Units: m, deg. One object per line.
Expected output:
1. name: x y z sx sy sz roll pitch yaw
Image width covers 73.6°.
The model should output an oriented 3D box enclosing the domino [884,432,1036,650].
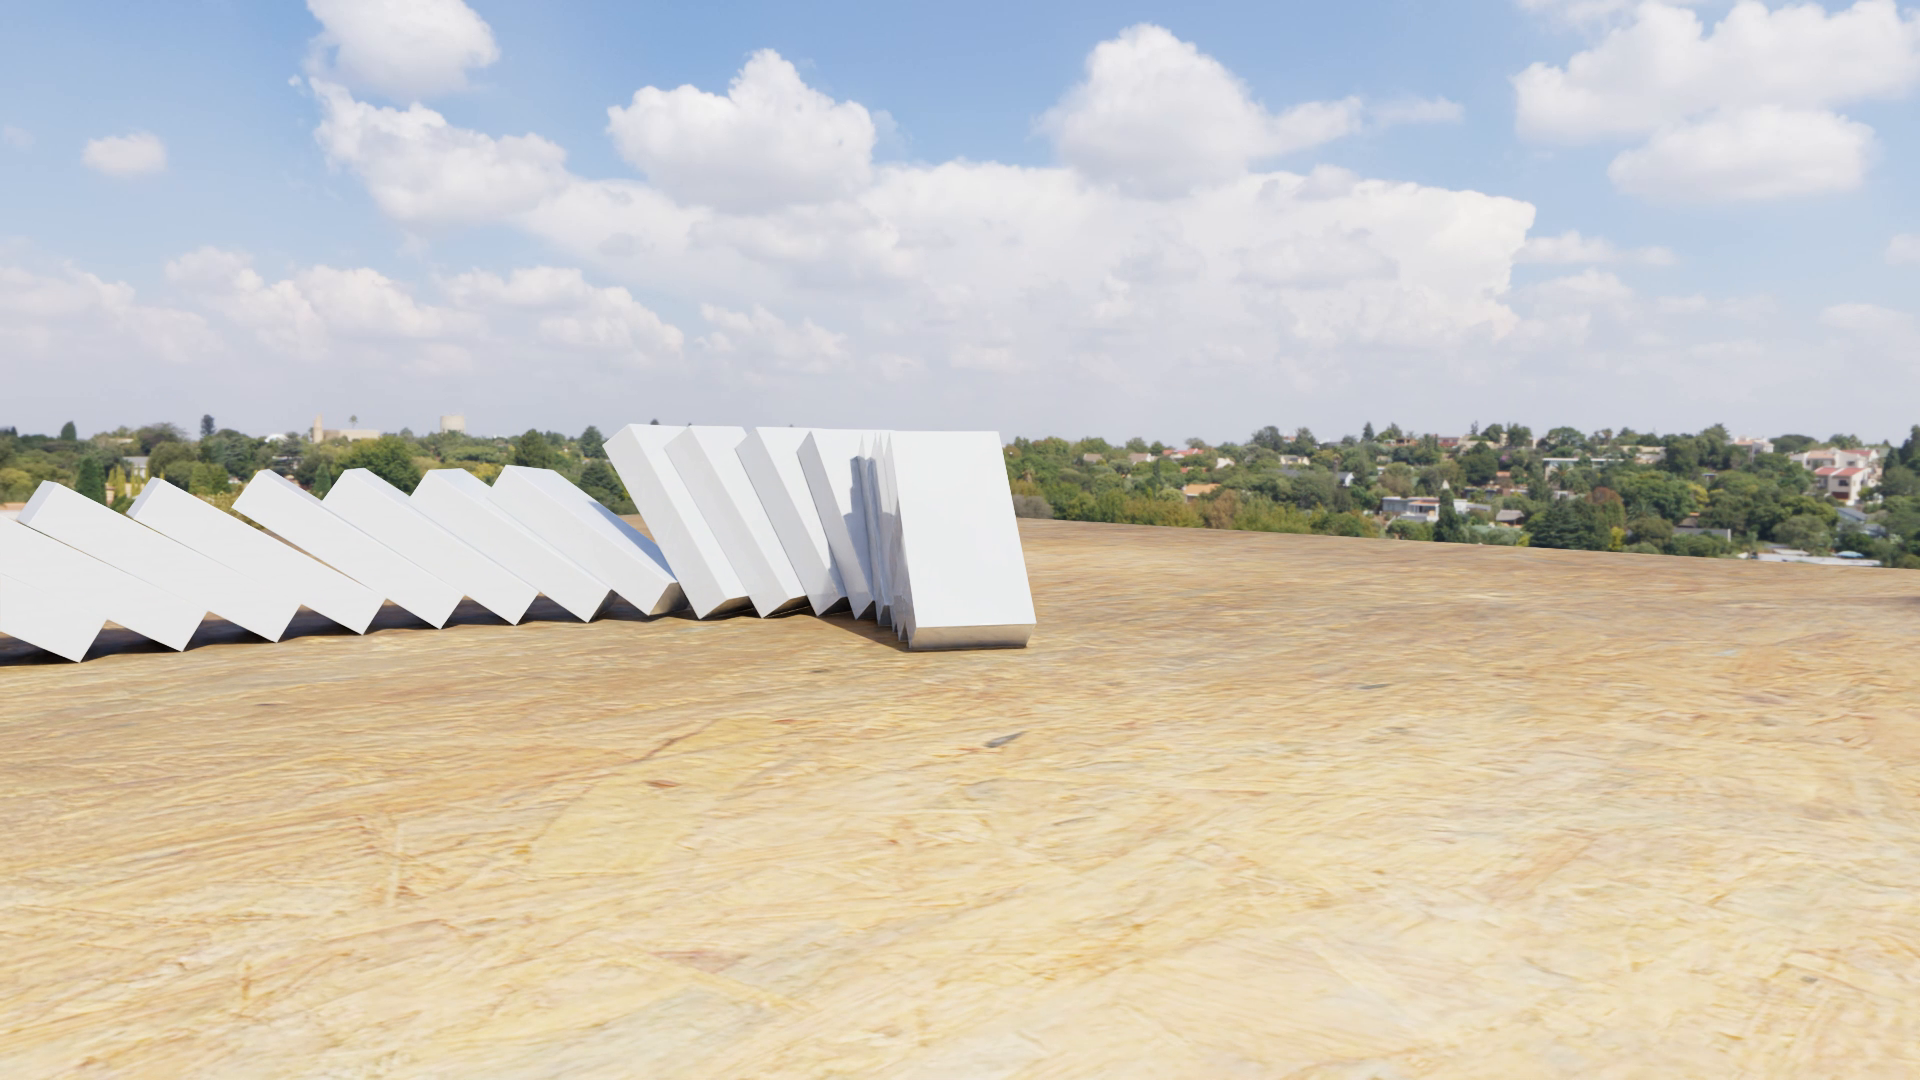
1. domino: -0.001 -0.001 0.277 0.025 0.050 0.010 -1 -34 -13

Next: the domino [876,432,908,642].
1. domino: -0.004 -0.002 0.289 0.025 0.050 0.010 -1 -34 -13

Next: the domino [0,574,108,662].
1. domino: -0.193 0.007 0.243 0.025 0.009 0.050 4 -26 42

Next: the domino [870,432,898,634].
1. domino: -0.006 -0.003 0.301 0.025 0.050 0.009 -1 -34 -13

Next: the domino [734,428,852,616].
1. domino: -0.036 -0.006 0.330 0.009 0.050 0.025 -38 -18 32

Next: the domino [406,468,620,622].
1. domino: -0.107 0.001 0.314 0.050 0.010 0.025 34 1 -5

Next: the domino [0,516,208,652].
1. domino: -0.181 0.006 0.258 0.025 0.009 0.050 4 -26 47

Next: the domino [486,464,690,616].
1. domino: -0.090 0.000 0.320 0.050 0.010 0.025 35 5 7

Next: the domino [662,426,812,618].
1. domino: -0.053 -0.005 0.326 0.010 0.050 0.025 -34 -8 20

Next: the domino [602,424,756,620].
1. domino: -0.067 -0.005 0.322 0.009 0.050 0.025 -34 -9 19

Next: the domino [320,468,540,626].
1. domino: -0.125 0.001 0.306 0.050 0.010 0.025 35 -6 -15

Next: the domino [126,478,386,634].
1. domino: -0.155 0.004 0.284 0.050 0.010 0.025 37 -18 -32

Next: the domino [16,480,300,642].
1. domino: -0.168 0.005 0.271 0.025 0.009 0.050 5 -26 49

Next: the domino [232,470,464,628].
1. domino: -0.141 0.002 0.297 0.050 0.010 0.025 36 -11 -22

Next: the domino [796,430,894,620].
1. domino: -0.021 -0.005 0.324 0.025 0.050 0.010 -3 -30 -36

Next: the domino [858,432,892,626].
1. domino: -0.010 -0.003 0.312 0.025 0.050 0.010 -1 -34 -13
